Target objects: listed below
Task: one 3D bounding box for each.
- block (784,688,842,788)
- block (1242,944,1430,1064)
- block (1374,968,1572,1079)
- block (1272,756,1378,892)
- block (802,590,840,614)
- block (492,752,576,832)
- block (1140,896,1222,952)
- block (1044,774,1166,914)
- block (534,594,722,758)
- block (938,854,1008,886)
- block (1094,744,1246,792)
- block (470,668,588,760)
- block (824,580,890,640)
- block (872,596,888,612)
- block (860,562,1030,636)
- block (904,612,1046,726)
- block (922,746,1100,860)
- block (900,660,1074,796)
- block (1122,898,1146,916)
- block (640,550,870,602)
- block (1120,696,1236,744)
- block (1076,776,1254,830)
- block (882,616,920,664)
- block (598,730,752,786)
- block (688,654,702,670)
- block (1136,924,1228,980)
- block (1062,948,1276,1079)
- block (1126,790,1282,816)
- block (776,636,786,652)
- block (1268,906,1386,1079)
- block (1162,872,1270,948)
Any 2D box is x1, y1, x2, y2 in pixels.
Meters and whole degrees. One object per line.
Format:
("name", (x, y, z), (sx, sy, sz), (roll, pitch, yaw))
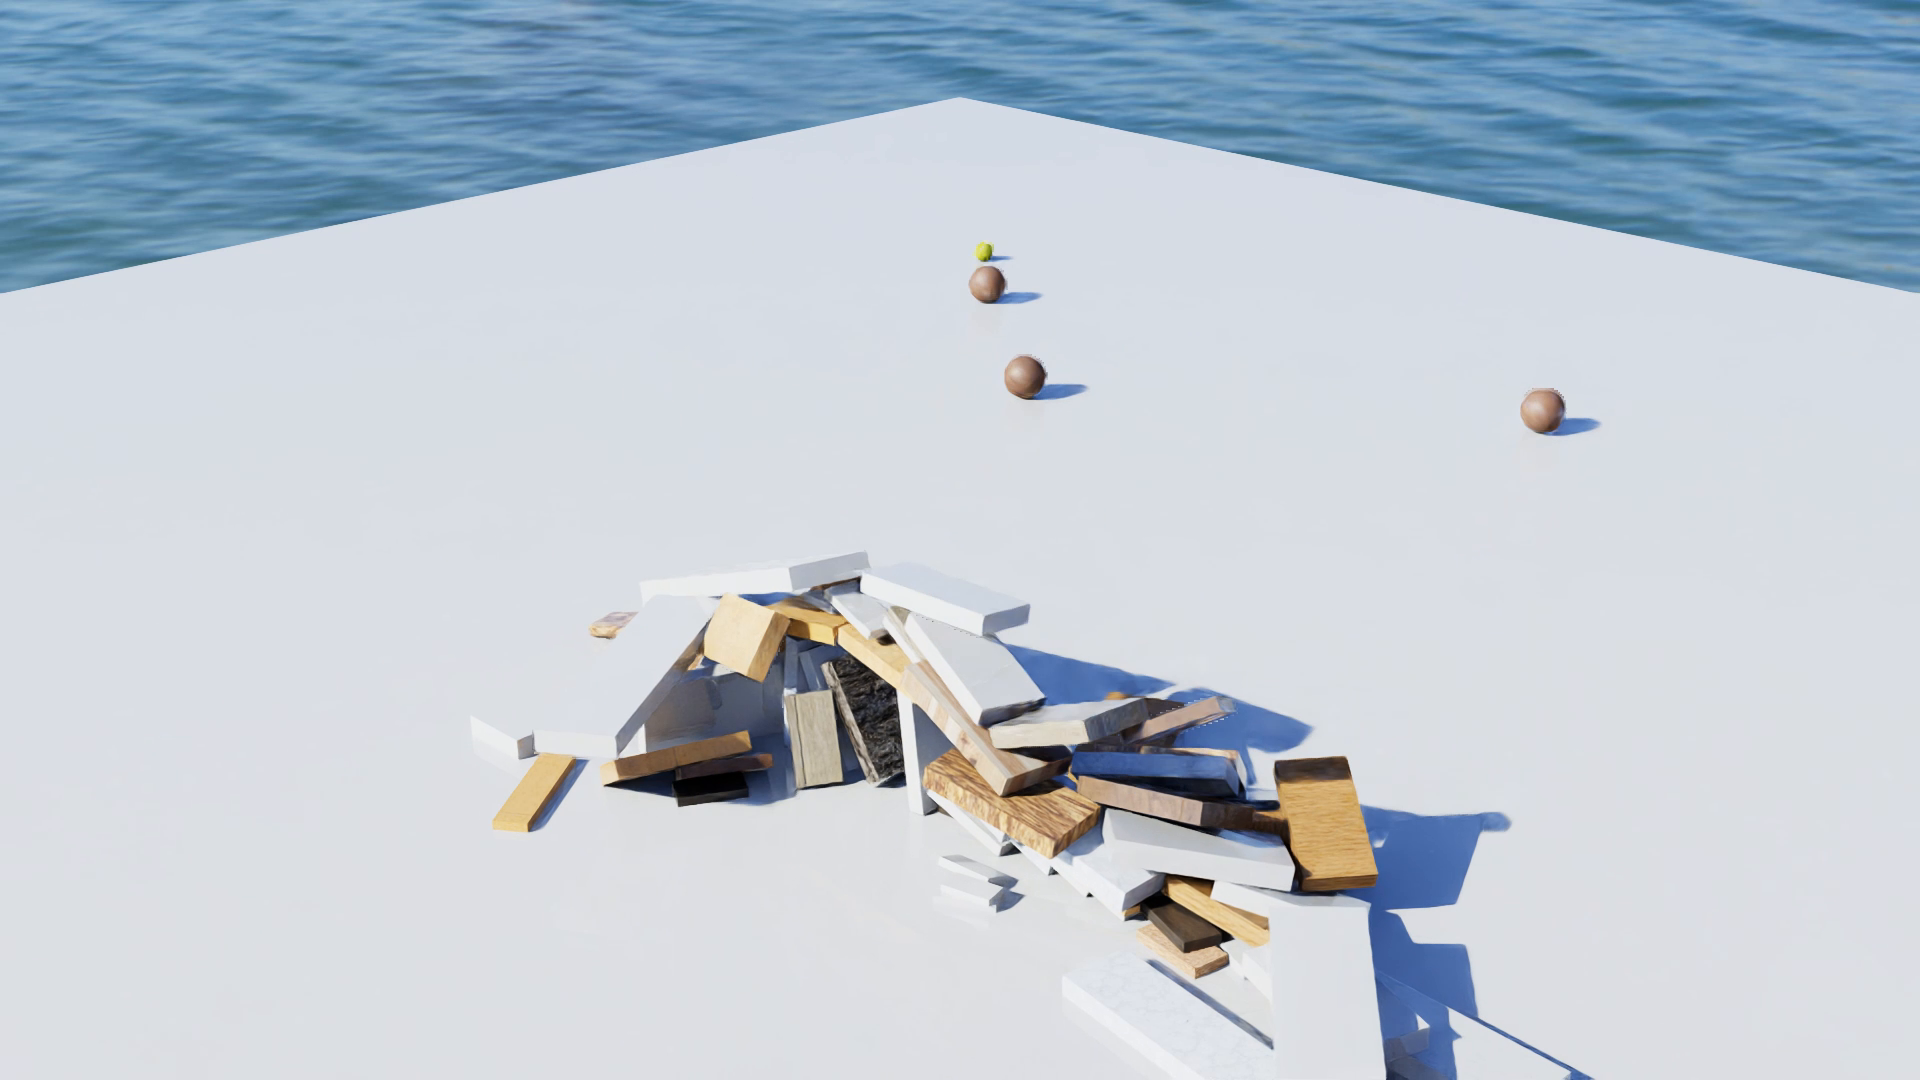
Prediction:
("block", (-0.303, 0.410, 4.551), (0.095, 0.191, 0.027), (-7, 1, -12))
("block", (0.636, 0.781, 3.744), (0.161, 0.046, 0.321), (-11, 26, -23))
("block", (0.772, 0.839, 3.724), (0.161, 0.046, 0.501), (-20, 30, -38))
("block", (0.682, 0.529, 4.119), (0.139, 0.039, 0.277), (-3, 46, -4))
("block", (-0.270, 0.127, 4.626), (0.067, 0.019, 0.135), (-12, 16, -29))
("block", (-0.873, 0.516, 4.519), (0.073, 0.021, 0.292), (4, 23, 9))
("block", (0.403, 0.699, 4.025), (0.079, 0.022, 0.158), (-8, 24, -24))
("block", (0.215, 0.548, 4.176), (0.166, 0.047, 0.406), (-22, 42, -40))
("block", (-0.678, 0.274, 4.620), (0.168, 0.048, 0.715), (3, 21, 11))
("block", (0.024, 0.634, 4.220), (0.121, 0.017, 0.061), (18, 9, 37))
("block", (0.423, 0.459, 4.421), (0.287, 0.144, 0.041), (1, 67, 15))
("block", (-0.881, 0.375, 4.816), (0.168, 0.048, 0.337), (20, 30, 39))
("block", (-0.200, 0.142, 4.460), (0.076, 0.022, 0.152), (-15, 44, -39))
("block", (-0.207, 0.132, 4.534), (0.067, 0.019, 0.134), (-11, 30, -29))
("block", (-0.031, 0.114, 4.358), (0.314, 0.042, 0.147), (18, 19, 36))
("block", (0.027, 0.240, 4.290), (0.147, 0.042, 0.293), (-8, 41, -32))
("block", (0.097, 0.484, 4.164), (0.304, 0.043, 0.152), (27, 35, 28))
("block", (0.049, 0.345, 4.243), (0.167, 0.047, 0.333), (-15, 47, -36))
("block", (0.295, 0.651, 4.117), (0.061, 0.017, 0.124), (-14, 40, -32))
("block", (-0.485, 0.086, 4.942), (0.173, 0.049, 1.091), (-12, 3, -24))
("block", (0.397, 0.329, 4.001), (0.191, 0.027, 0.095), (-22, -14, 21))
("block", (0.382, 0.491, 4.121), (0.152, 0.043, 0.304), (11, -3, -44))
("block", (-0.082, 0.203, 4.396), (0.076, 0.022, 0.152), (-15, 53, -36))
("block", (-0.590, 0.452, 4.555), (0.287, 0.041, 0.144), (-11, -6, -24))
("block", (-0.628, 0.286, 4.994), (0.094, 0.027, 0.187), (6, 32, -10))
("block", (0.402, 0.739, 3.991), (0.079, 0.022, 0.157), (-16, 28, -33))
("block", (0.431, 0.868, 3.663), (0.144, 0.041, 0.652), (-16, 28, -33))
("block", (0.506, 0.531, 4.362), (0.339, 0.048, 0.170), (0, 0, -1))
("block", (-0.265, 0.250, 4.941), (0.173, 0.049, 0.346), (9, 2, 20))
("block", (0.589, 0.829, 3.511), (0.170, 0.048, 0.806), (-1, 24, 7))
("block", (0.524, 0.683, 4.033), (0.144, 0.041, 0.287), (0, 19, -46))
